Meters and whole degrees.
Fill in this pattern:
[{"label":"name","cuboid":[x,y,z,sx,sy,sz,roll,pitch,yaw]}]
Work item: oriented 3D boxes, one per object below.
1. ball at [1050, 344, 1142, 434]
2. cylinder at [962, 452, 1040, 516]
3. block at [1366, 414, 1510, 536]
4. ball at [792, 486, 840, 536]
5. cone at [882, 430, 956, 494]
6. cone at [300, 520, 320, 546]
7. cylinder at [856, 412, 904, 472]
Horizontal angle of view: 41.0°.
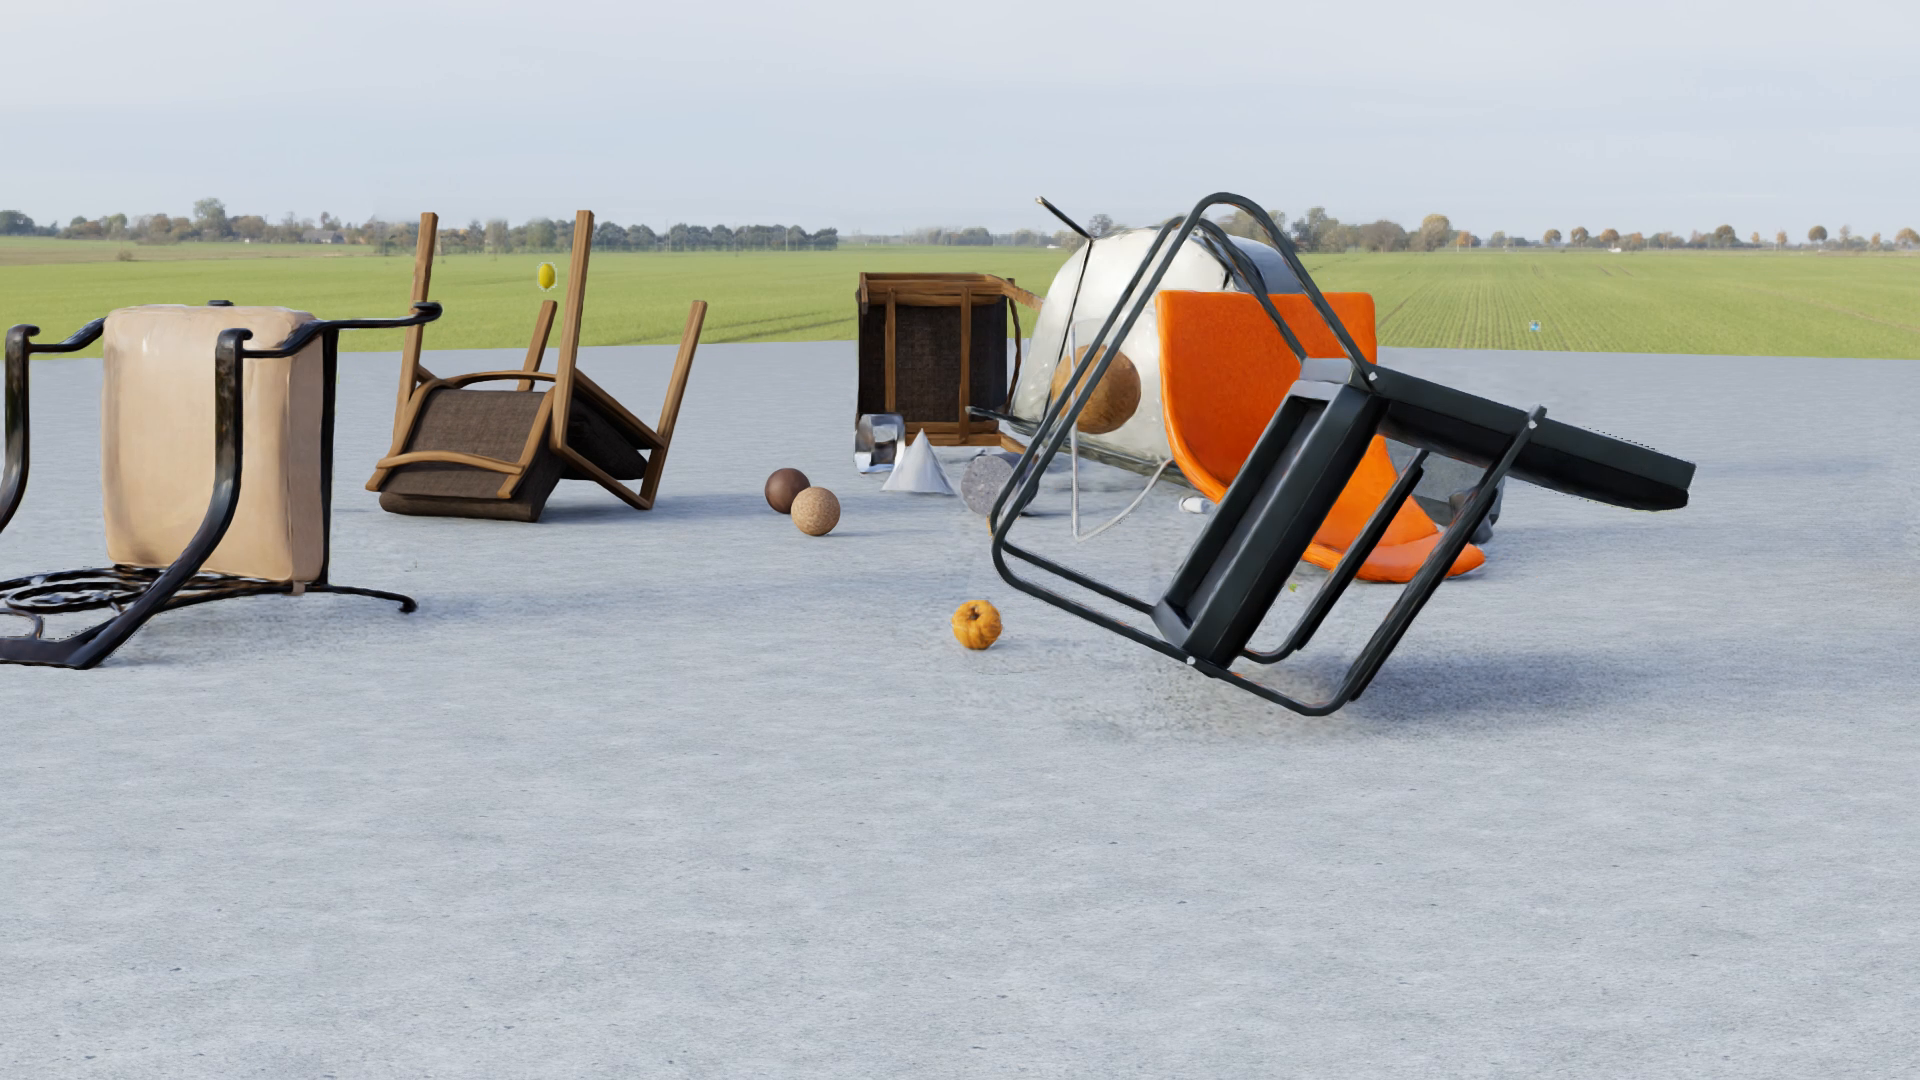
[{"label":"ball","cuboid":[0.365,-0.404,6.870,0.242,0.242,0.242,0,6,0]},{"label":"cylinder","cuboid":[0.113,-0.156,7.114,0.171,0.162,0.164,-43,-12,21]},{"label":"block","cuboid":[1.208,-0.165,6.487,0.315,0.212,0.121,14,-26,1]},{"label":"ball","cuboid":[-0.366,-0.073,6.509,0.126,0.126,0.126,0,6,0]},{"label":"cone","cuboid":[-0.120,-0.240,7.722,0.194,0.189,0.264,2,1,-42]},{"label":"cone","cuboid":[-1.590,-0.021,6.267,0.051,0.062,0.057,-1,-6,-27]},{"label":"cylinder","cuboid":[-0.261,-0.319,8.397,0.072,0.192,0.176,11,11,32]}]
